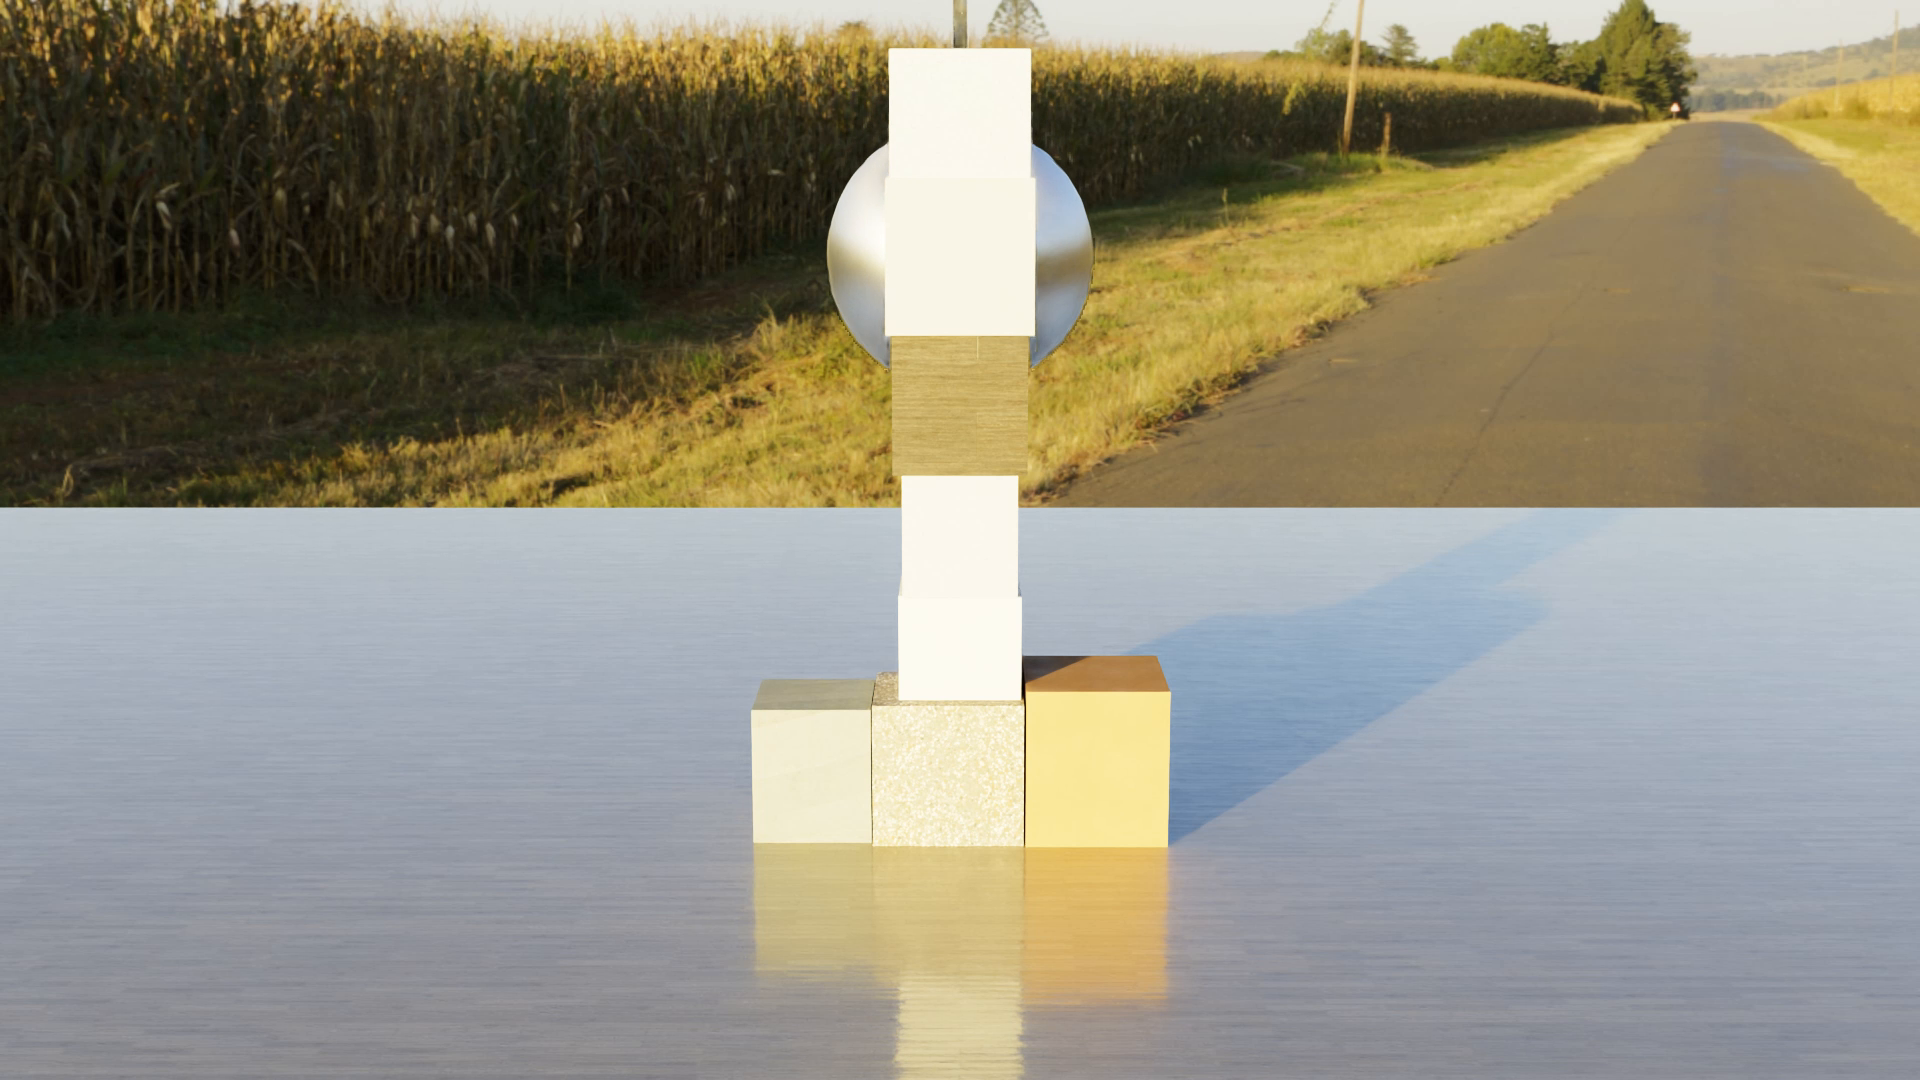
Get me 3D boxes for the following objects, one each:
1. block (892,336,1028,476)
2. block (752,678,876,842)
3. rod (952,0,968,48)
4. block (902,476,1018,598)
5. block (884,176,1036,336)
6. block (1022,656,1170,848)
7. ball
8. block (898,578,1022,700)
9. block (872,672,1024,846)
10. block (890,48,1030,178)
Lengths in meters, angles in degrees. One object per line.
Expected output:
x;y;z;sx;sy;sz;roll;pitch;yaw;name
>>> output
0.000;-0.716;11.069;0.664;0.692;0.696;0;10;0;block
-0.747;1.134;11.395;0.597;0.691;0.650;0;10;0;block
0.000;-4.559;11.362;0.080;5.200;0.080;0;33;0;rod
0.000;-0.067;11.159;0.571;0.618;0.605;0;10;0;block
0.000;-1.423;10.920;0.721;0.752;0.696;0;10;0;block
0.688;1.080;11.381;0.715;0.803;0.783;0;10;0;block
0.000;-1.701;13.204;1.600;1.600;1.600;0;10;0;ball
0.000;0.494;11.290;0.613;0.534;0.543;0;10;0;block
-0.059;1.120;11.372;0.758;0.727;0.721;0;10;0;block
0.000;-2.091;10.808;0.671;0.604;0.680;0;10;0;block
